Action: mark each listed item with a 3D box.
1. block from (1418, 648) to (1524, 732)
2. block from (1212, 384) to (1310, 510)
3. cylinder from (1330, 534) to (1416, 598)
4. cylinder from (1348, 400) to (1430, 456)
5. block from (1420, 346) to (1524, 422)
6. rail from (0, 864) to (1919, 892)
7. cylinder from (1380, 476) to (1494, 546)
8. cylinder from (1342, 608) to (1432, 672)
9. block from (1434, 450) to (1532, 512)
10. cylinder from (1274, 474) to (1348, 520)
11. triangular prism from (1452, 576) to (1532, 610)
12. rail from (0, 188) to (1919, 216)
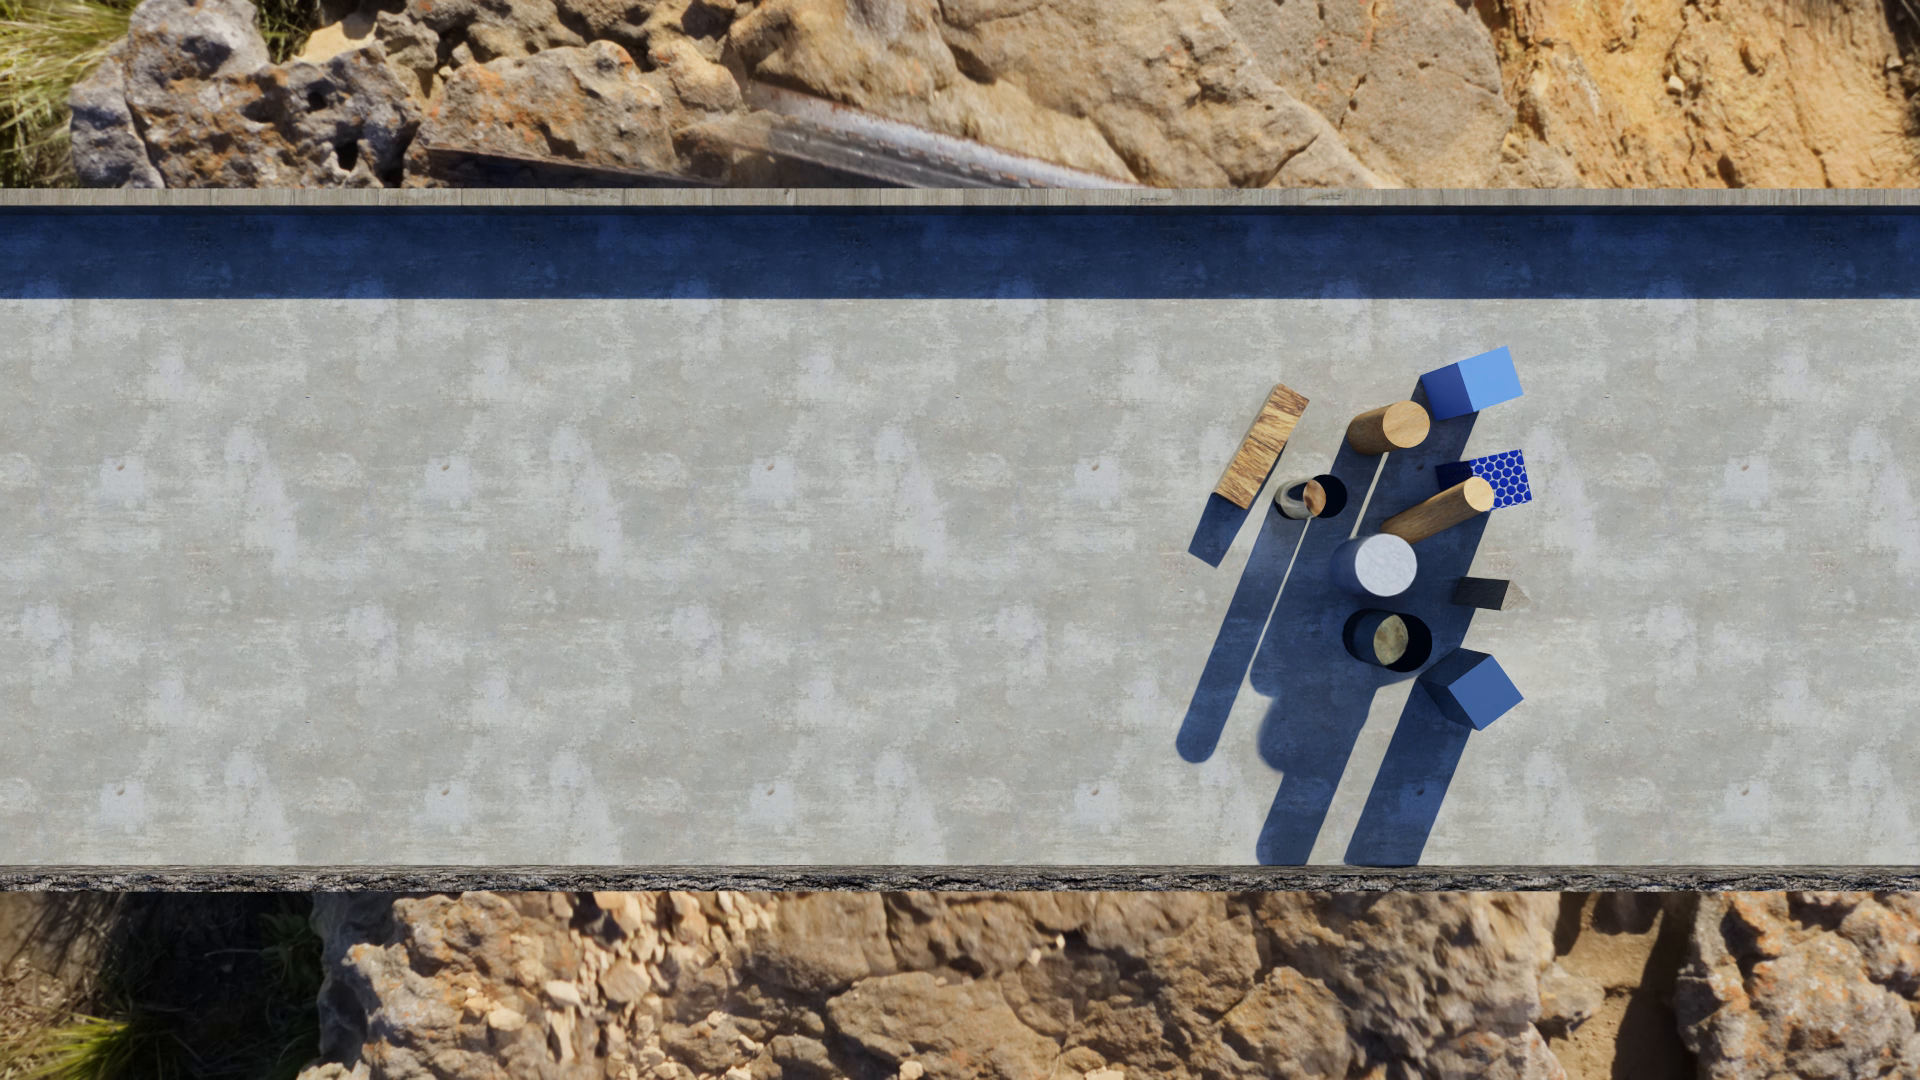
[{"bbox_3d":[1.515,0.441,4.915,0.159,0.324,0.159,-36,90,0],"label":"block"},{"bbox_3d":[0.914,-0.283,5.024,0.105,0.105,0.380,30,90,0],"label":"block"},{"bbox_3d":[1.228,0.080,4.918,0.180,0.310,0.180,0,87,-1],"label":"cylinder"},{"bbox_3d":[1.257,-0.326,4.862,0.132,0.430,0.132,0,90,0],"label":"cylinder"},{"bbox_3d":[1.511,-0.460,4.887,0.150,0.379,0.150,-19,90,0],"label":"block"},{"bbox_3d":[-2.247,1.025,5.001,12.000,0.150,0.050,0,90,0],"label":"rail"},{"bbox_3d":[1.403,-0.074,4.869,0.103,0.412,0.103,6,72,-19],"label":"cylinder"},{"bbox_3d":[1.261,0.293,4.885,0.168,0.382,0.168,0,90,0],"label":"cylinder"},{"bbox_3d":[1.558,-0.170,4.922,0.155,0.302,0.155,-12,90,-3],"label":"block"},{"bbox_3d":[1.029,-0.123,4.860,0.124,0.433,0.124,0,90,0],"label":"cylinder"},{"bbox_3d":[1.551,0.150,4.848,0.089,0.458,0.077,-12,90,0],"label":"triangular prism"},{"bbox_3d":[-2.247,-1.025,5.002,12.000,0.150,0.050,0,90,0],"label":"rail"}]
